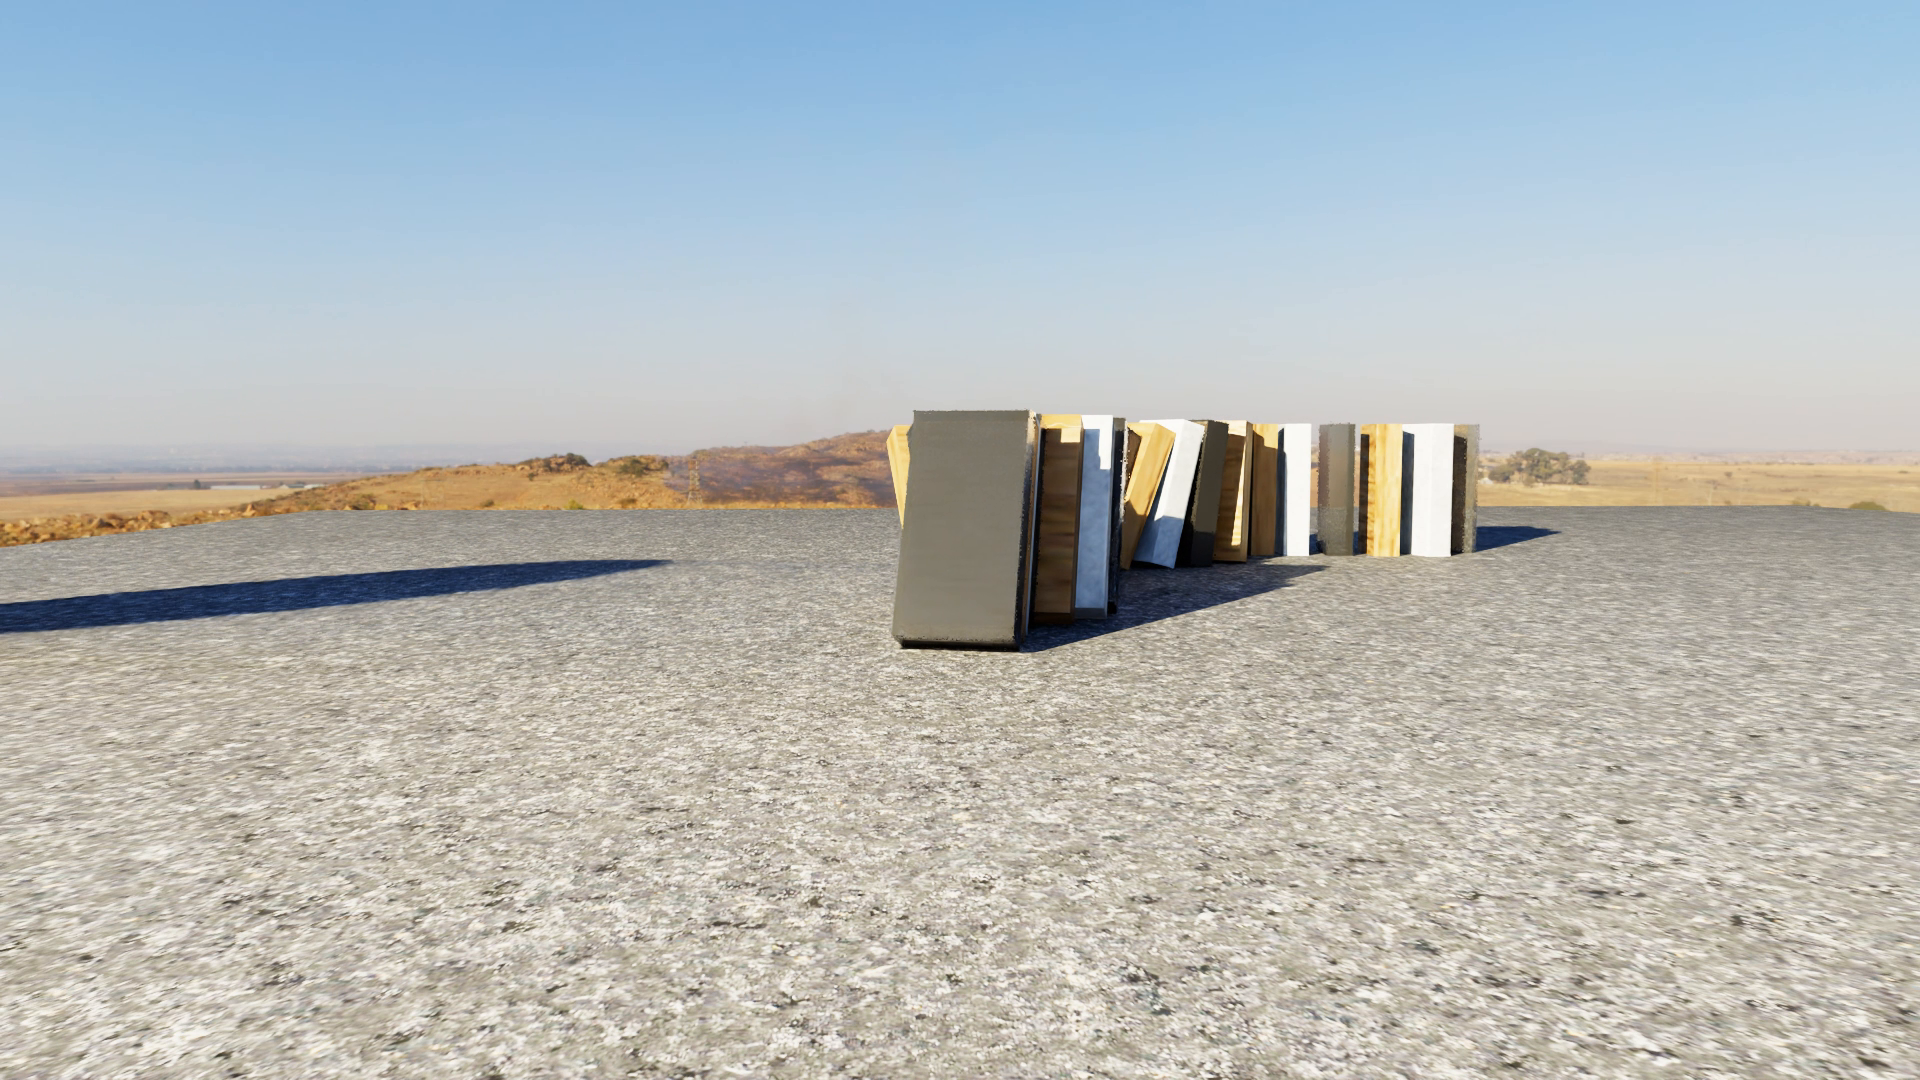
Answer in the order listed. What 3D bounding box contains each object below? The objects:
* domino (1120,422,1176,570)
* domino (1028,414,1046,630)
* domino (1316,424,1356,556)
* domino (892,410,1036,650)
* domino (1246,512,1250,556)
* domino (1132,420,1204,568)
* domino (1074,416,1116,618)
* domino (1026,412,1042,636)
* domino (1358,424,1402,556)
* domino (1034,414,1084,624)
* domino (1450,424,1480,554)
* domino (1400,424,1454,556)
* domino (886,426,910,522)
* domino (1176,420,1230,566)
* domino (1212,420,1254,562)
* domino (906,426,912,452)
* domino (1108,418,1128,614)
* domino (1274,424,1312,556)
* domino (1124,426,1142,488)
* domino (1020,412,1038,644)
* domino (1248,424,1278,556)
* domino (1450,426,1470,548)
[{"bbox_3d":[0.056,-0.016,0.444,0.010,0.050,0.025,24,-7,-27],"label":"domino"},{"bbox_3d":[0.006,-0.005,0.301,0.025,0.050,0.010,1,-19,12],"label":"domino"},{"bbox_3d":[0.146,-0.020,0.498,0.010,0.050,0.025,1,4,7],"label":"domino"},{"bbox_3d":[0.001,-0.003,0.270,0.025,0.050,0.010,1,-19,12],"label":"domino"},{"bbox_3d":[0.098,-0.020,0.494,0.025,0.050,0.010,3,4,38],"label":"domino"},{"bbox_3d":[0.069,-0.016,0.448,0.009,0.050,0.025,14,-3,-28],"label":"domino"},{"bbox_3d":[0.025,-0.006,0.318,0.025,0.050,0.010,1,-19,12],"label":"domino"},{"bbox_3d":[0.004,-0.004,0.291,0.025,0.050,0.010,1,-19,12],"label":"domino"},{"bbox_3d":[0.162,-0.020,0.496,0.009,0.050,0.025,0,4,4],"label":"domino"},{"bbox_3d":[0.016,-0.005,0.309,0.025,0.050,0.010,1,-19,12],"label":"domino"},{"bbox_3d":[0.191,-0.021,0.508,0.025,0.050,0.010,3,5,31],"label":"domino"},{"bbox_3d":[0.178,-0.020,0.496,0.010,0.050,0.025,-1,4,-13],"label":"domino"},{"bbox_3d":[-0.004,-0.009,0.371,0.025,0.050,0.010,-2,-26,-20],"label":"domino"},{"bbox_3d":[0.080,-0.017,0.453,0.010,0.050,0.025,7,0,-28],"label":"domino"},{"bbox_3d":[0.091,-0.018,0.465,0.025,0.050,0.009,2,-2,28],"label":"domino"},{"bbox_3d":[0.001,-0.009,0.359,0.025,0.050,0.010,-2,-20,-20],"label":"domino"},{"bbox_3d":[0.029,-0.007,0.329,0.025,0.050,0.010,2,-21,12],"label":"domino"},{"bbox_3d":[0.129,-0.020,0.500,0.010,0.050,0.025,0,4,5],"label":"domino"},{"bbox_3d":[0.042,-0.015,0.437,0.025,0.050,0.009,5,-21,48],"label":"domino"},{"bbox_3d":[0.003,-0.003,0.281,0.025,0.050,0.010,1,-19,12],"label":"domino"},{"bbox_3d":[0.114,-0.020,0.500,0.009,0.050,0.025,0,4,-10],"label":"domino"},{"bbox_3d":[0.193,-0.022,0.523,0.025,0.050,0.010,0,4,0],"label":"domino"}]
